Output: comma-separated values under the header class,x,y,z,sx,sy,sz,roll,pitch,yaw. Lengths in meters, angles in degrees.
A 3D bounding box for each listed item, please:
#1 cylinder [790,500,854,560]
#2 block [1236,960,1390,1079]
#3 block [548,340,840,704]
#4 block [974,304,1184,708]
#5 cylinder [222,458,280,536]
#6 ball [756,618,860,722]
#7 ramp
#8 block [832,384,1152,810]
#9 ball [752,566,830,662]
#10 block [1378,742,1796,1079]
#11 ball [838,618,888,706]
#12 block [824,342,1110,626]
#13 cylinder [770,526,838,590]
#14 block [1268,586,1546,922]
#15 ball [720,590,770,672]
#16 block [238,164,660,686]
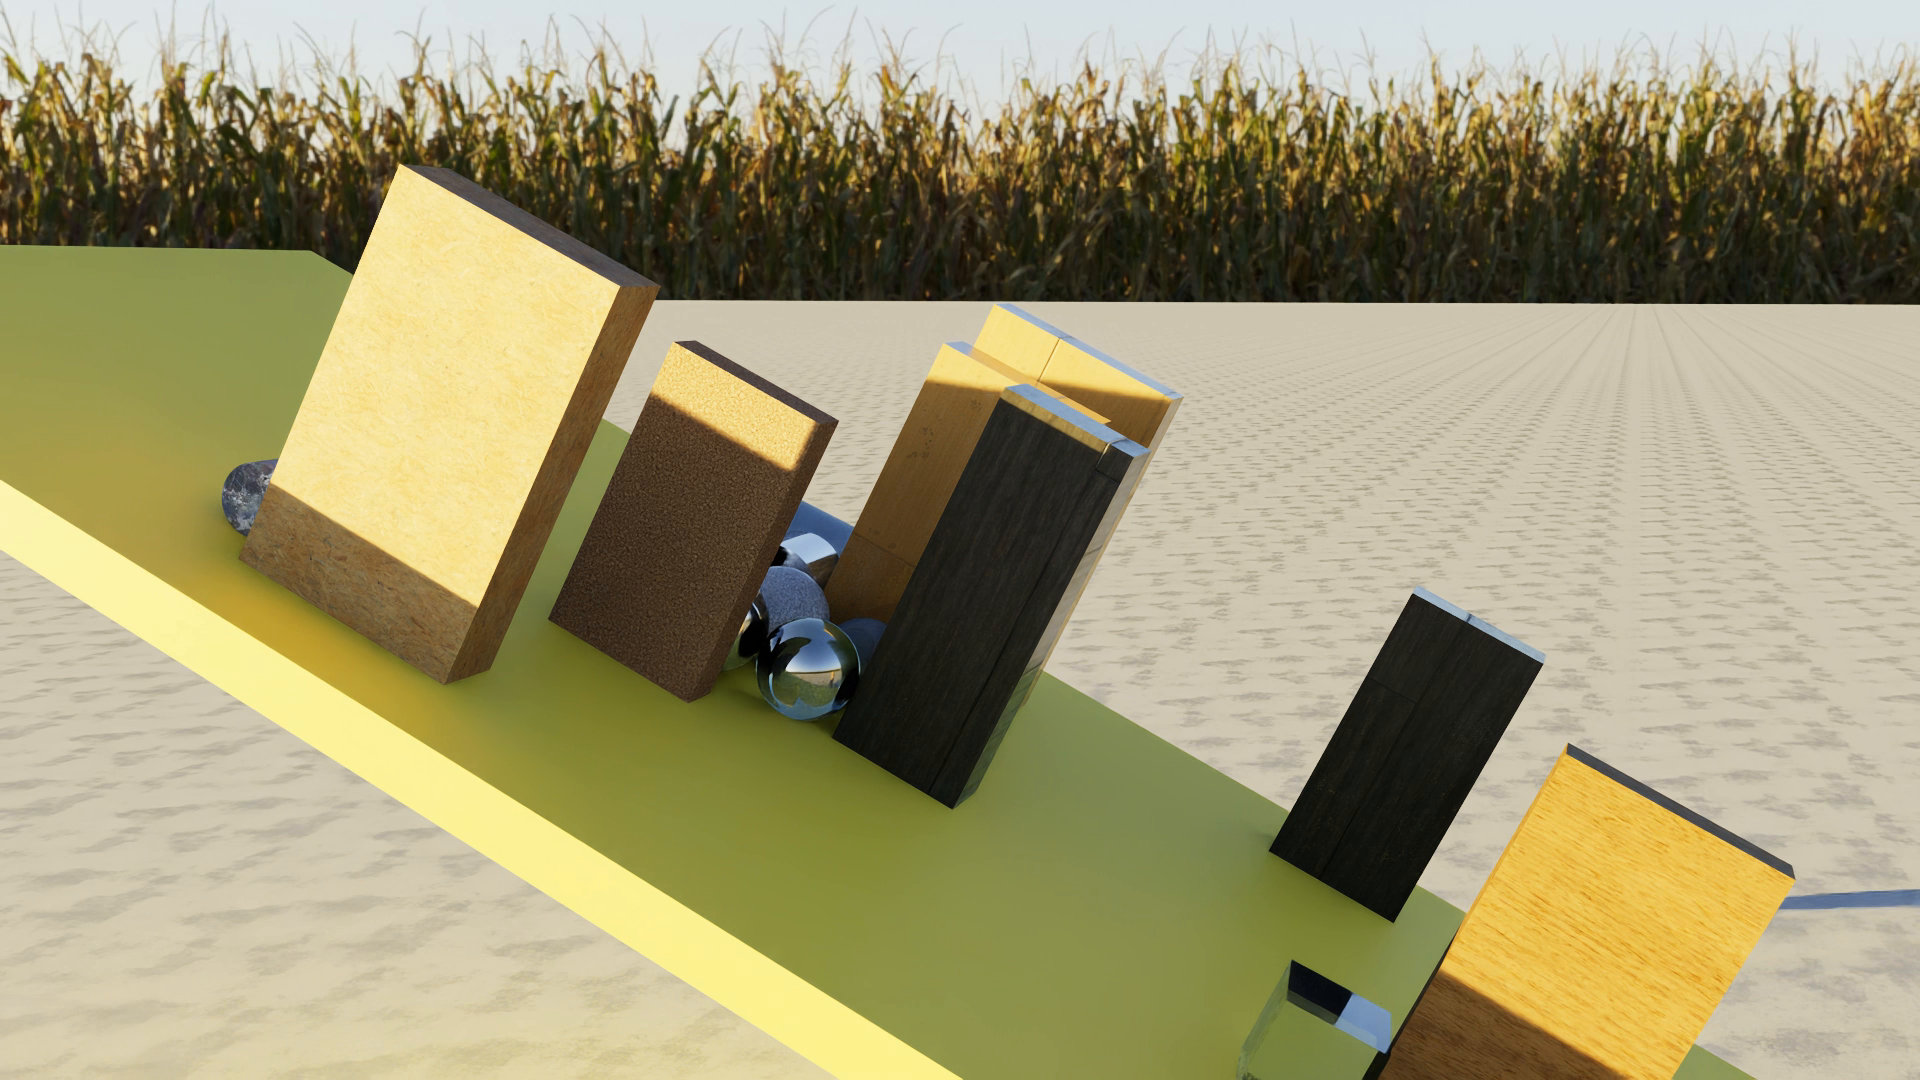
class,x,y,z,sx,sy,sz,roll,pitch,yaw
cylinder,-0.312,0.043,4.655,0.207,0.207,0.207,27,9,2
block,0.560,0.813,3.487,0.179,0.179,0.179,28,14,5
block,-0.475,-0.033,3.895,0.304,0.560,0.096,29,14,12
block,0.107,-0.067,4.671,0.425,0.754,0.119,29,14,12
cylinder,-1.154,-0.073,3.716,0.128,0.128,0.128,2,7,17
ball,-0.279,0.237,4.038,0.191,0.191,0.191,0,7,0
ramp,-0.236,0.394,4.155,4.000,0.100,2.000,29,14,12
block,0.054,0.102,4.007,0.262,0.730,0.146,29,14,12
ball,-0.348,0.148,4.227,0.197,0.197,0.197,0,7,0
block,0.911,0.714,3.350,0.366,0.721,0.086,29,14,12
ball,-0.186,0.237,4.244,0.175,0.175,0.175,0,7,0
block,-0.020,-0.002,4.325,0.336,0.695,0.131,29,14,12
cylinder,-0.353,0.088,4.455,0.189,0.189,0.189,1,18,7
block,0.924,0.443,4.558,0.294,0.626,0.115,29,14,12
ball,-0.447,0.147,4.060,0.192,0.192,0.192,0,7,0
block,-0.821,-0.184,3.514,0.415,0.705,0.146,29,14,12
